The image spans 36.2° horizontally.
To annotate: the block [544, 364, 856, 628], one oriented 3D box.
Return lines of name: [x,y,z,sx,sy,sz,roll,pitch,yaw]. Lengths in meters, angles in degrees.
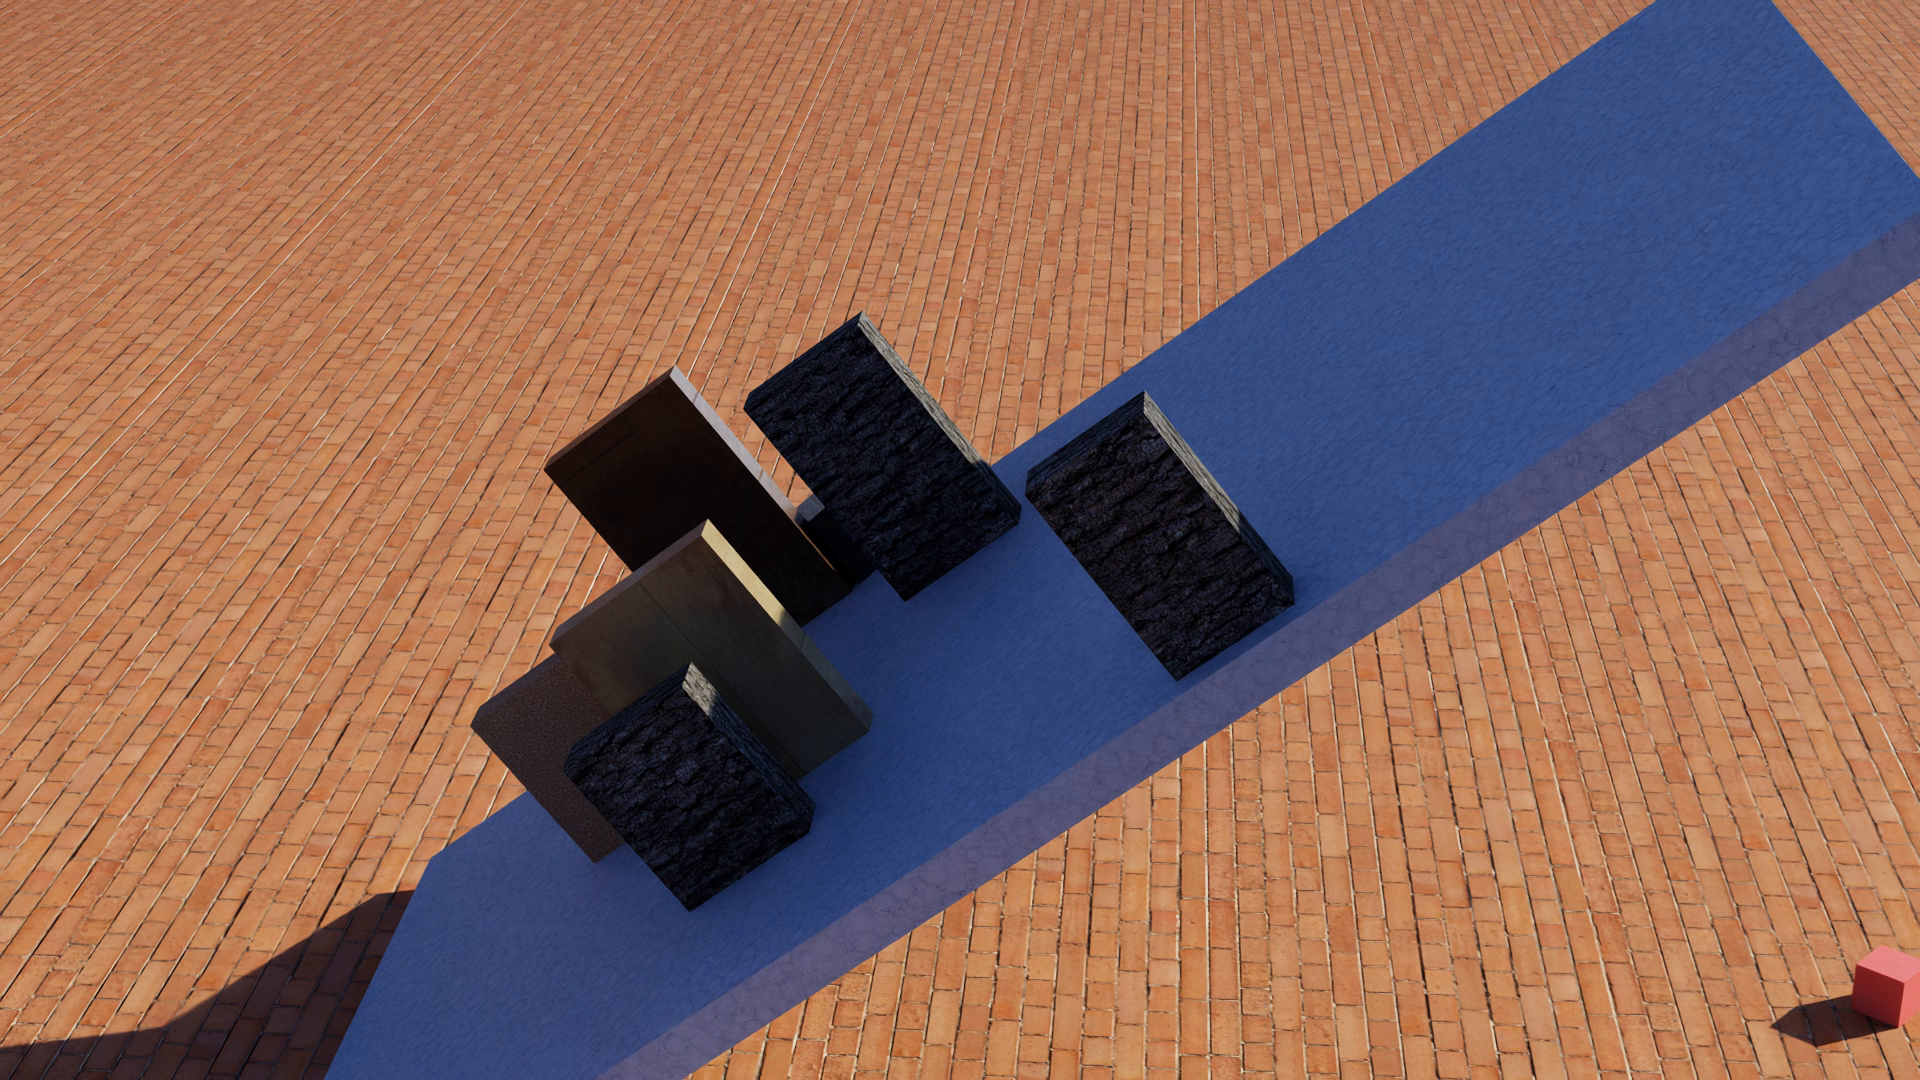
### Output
block: [-0.633,-0.037,7.187,0.404,0.696,0.082,-35,16,17]

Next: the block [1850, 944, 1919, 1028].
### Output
block: [2.292,1.099,7.250,0.128,0.128,0.128,20,30,39]

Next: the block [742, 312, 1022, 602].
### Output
block: [-0.175,-0.188,6.745,0.335,0.594,0.104,-35,16,17]

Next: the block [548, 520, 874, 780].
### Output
block: [-0.528,0.297,6.272,0.425,0.560,0.091,-35,16,17]

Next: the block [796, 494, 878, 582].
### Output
block: [-0.251,-0.052,7.273,0.202,0.202,0.202,-40,16,-3]

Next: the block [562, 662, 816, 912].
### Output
block: [-0.553,0.508,6.031,0.321,0.406,0.119,-35,16,17]

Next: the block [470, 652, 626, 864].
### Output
block: [-0.801,0.445,6.714,0.443,0.438,0.101,-35,16,17]

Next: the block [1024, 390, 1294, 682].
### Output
block: [0.360,-0.005,5.277,0.262,0.452,0.117,-35,16,17]

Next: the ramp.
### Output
ramp: [0.127,0.181,6.327,4.000,0.100,2.000,-35,16,17]
